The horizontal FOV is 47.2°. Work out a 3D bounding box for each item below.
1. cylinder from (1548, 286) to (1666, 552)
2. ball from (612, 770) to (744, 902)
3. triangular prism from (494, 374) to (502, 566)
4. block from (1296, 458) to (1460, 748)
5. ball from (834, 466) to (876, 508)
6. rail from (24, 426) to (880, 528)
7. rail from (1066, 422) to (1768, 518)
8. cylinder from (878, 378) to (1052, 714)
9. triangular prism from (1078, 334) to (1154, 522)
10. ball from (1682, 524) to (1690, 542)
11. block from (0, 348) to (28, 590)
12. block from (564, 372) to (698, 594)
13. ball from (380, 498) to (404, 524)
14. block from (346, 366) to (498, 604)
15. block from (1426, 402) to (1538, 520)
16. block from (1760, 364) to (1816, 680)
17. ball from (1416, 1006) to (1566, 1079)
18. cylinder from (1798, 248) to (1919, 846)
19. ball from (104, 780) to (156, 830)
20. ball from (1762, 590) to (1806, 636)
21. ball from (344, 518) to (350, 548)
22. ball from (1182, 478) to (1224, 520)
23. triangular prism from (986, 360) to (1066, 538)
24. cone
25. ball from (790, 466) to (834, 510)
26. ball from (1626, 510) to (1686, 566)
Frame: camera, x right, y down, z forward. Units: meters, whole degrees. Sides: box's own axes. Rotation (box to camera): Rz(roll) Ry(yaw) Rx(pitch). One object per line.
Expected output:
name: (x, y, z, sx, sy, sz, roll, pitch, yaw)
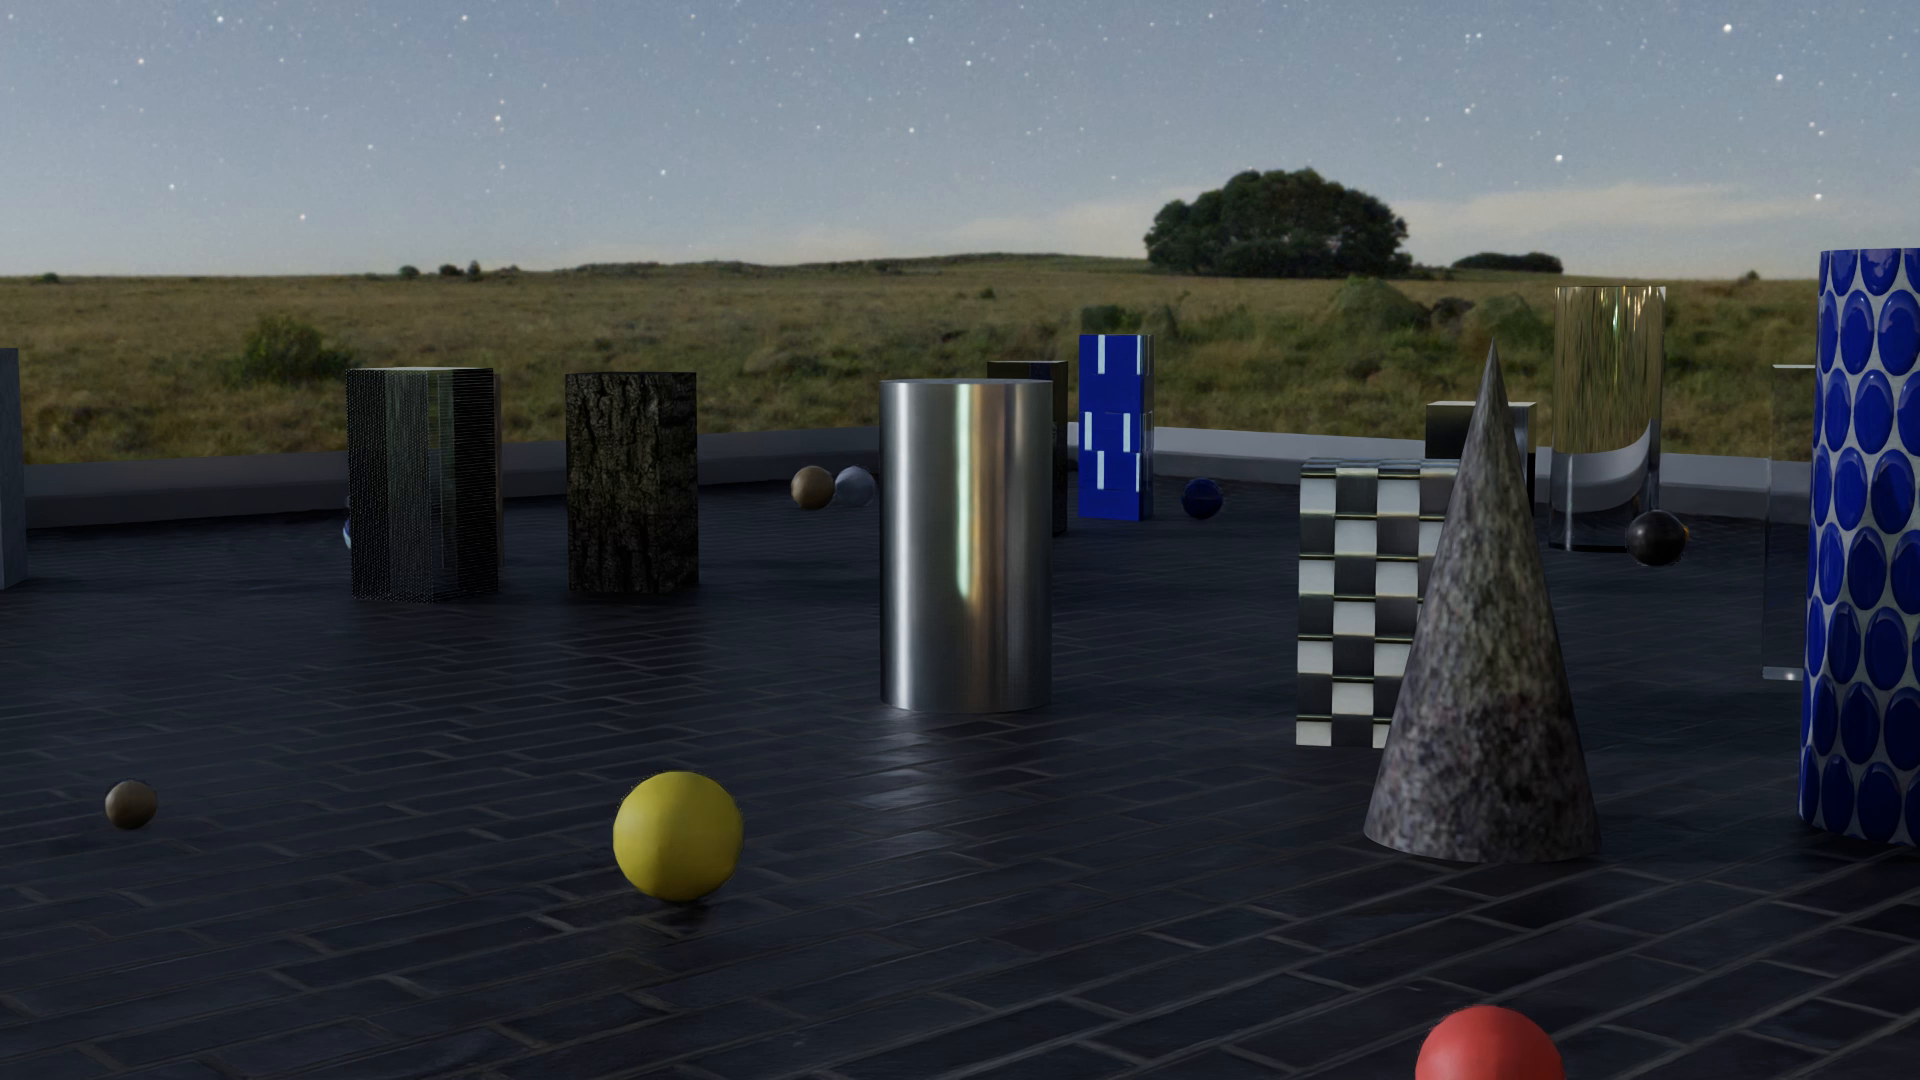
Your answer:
cylinder: (1.214, -0.230, 4.130, 0.198, 0.489, 0.198, 0, 6, 0)
ball: (-0.213, 0.224, 1.662, 0.099, 0.099, 0.099, 0, 6, 0)
triangular prism: (-0.880, -0.129, 3.906, 0.172, 0.335, 0.149, 0, 6, 4)
block: (0.441, 0.062, 2.309, 0.159, 0.286, 0.159, 1, 6, 12)
ball: (-0.239, -0.121, 4.994, 0.093, 0.093, 0.093, 0, 6, 0)
rail: (-1.445, -0.129, 4.889, 4.415, 0.129, 0.045, -5, 8, -42)
rail: (1.605, -0.120, 4.805, 0.045, 0.129, 4.308, -5, 8, -42)
cylinder: (0.007, 0.001, 2.520, 0.198, 0.365, 0.198, 0, 6, 0)
triangular prism: (0.371, -0.247, 4.754, 0.172, 0.393, 0.149, 5, 8, 42)
ball: (1.368, -0.011, 4.189, 0.042, 0.042, 0.042, 0, 6, 0)
block: (-1.625, -0.118, 3.572, 0.159, 0.383, 0.159, -1, 6, -10)
block: (-0.528, -0.097, 3.553, 0.159, 0.344, 0.159, 2, 6, 15)
ball: (-1.192, -0.063, 4.622, 0.055, 0.055, 0.055, 0, 6, 0)
block: (-0.839, -0.090, 3.437, 0.159, 0.355, 0.159, 3, 7, 25)
block: (0.844, -0.074, 3.567, 0.159, 0.295, 0.159, 2, 6, 19)
block: (1.076, -0.024, 2.699, 0.159, 0.376, 0.159, 2, 6, 19)
ball: (0.281, 0.286, 1.164, 0.078, 0.078, 0.078, 0, 6, 0)
cylinder: (0.838, 0.000, 1.898, 0.198, 0.495, 0.198, 0, 6, 0)
ball: (-0.714, 0.228, 1.893, 0.042, 0.042, 0.042, 0, 6, 0)
ball: (1.135, 0.100, 3.016, 0.064, 0.064, 0.064, 0, 6, 0)
ball: (-1.061, -0.013, 3.958, 0.093, 0.093, 0.093, 0, 6, 0)
ball: (0.518, -0.088, 4.702, 0.089, 0.089, 0.089, 0, 6, 0)
triangular prism: (0.168, -0.187, 4.425, 0.172, 0.343, 0.149, 5, 8, 40)
cone: (0.445, 0.040, 1.854, 0.198, 0.425, 0.198, 0, 6, 0)
ball: (-0.330, -0.117, 4.926, 0.099, 0.099, 0.099, 0, 6, 0)
ball: (1.216, -0.003, 3.842, 0.098, 0.098, 0.098, 0, 6, 0)
